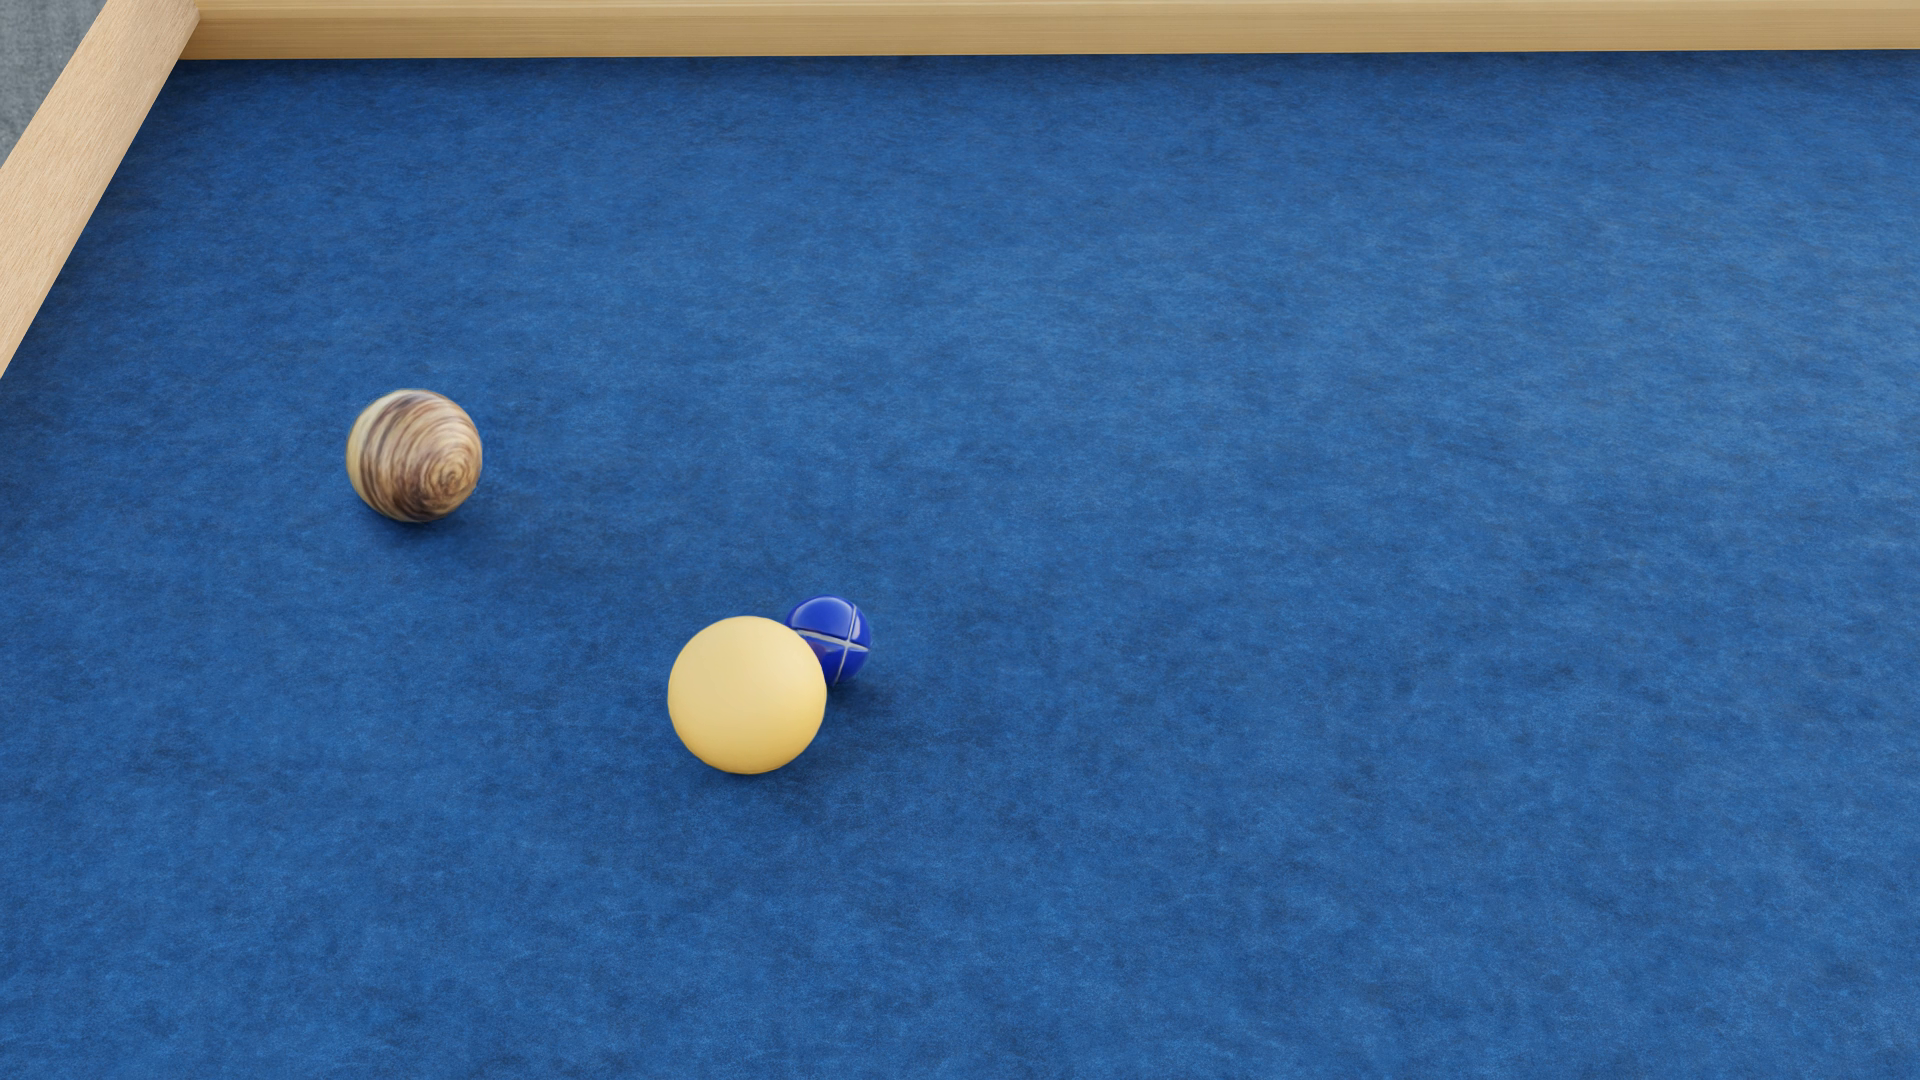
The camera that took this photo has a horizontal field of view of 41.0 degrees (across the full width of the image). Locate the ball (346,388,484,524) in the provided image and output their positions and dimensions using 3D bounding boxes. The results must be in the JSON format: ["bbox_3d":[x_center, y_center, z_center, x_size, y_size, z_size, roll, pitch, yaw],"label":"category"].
[{"bbox_3d":[-0.390,-0.060,1.834,0.096,0.096,0.096,0,35,0],"label":"ball"}]

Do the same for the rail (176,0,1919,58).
[{"bbox_3d":[0.739,-0.521,2.458,3.008,0.129,0.045,0,35,-1],"label":"rail"}]

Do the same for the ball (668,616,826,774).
[{"bbox_3d":[-0.133,0.097,1.608,0.099,0.099,0.099,0,35,0],"label":"ball"}]

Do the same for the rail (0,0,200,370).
[{"bbox_3d":[-0.728,-0.008,1.729,0.045,0.129,1.788,0,35,-1],"label":"rail"}]

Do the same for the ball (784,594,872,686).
[{"bbox_3d":[-0.088,0.066,1.686,0.060,0.060,0.060,0,35,0],"label":"ball"}]
